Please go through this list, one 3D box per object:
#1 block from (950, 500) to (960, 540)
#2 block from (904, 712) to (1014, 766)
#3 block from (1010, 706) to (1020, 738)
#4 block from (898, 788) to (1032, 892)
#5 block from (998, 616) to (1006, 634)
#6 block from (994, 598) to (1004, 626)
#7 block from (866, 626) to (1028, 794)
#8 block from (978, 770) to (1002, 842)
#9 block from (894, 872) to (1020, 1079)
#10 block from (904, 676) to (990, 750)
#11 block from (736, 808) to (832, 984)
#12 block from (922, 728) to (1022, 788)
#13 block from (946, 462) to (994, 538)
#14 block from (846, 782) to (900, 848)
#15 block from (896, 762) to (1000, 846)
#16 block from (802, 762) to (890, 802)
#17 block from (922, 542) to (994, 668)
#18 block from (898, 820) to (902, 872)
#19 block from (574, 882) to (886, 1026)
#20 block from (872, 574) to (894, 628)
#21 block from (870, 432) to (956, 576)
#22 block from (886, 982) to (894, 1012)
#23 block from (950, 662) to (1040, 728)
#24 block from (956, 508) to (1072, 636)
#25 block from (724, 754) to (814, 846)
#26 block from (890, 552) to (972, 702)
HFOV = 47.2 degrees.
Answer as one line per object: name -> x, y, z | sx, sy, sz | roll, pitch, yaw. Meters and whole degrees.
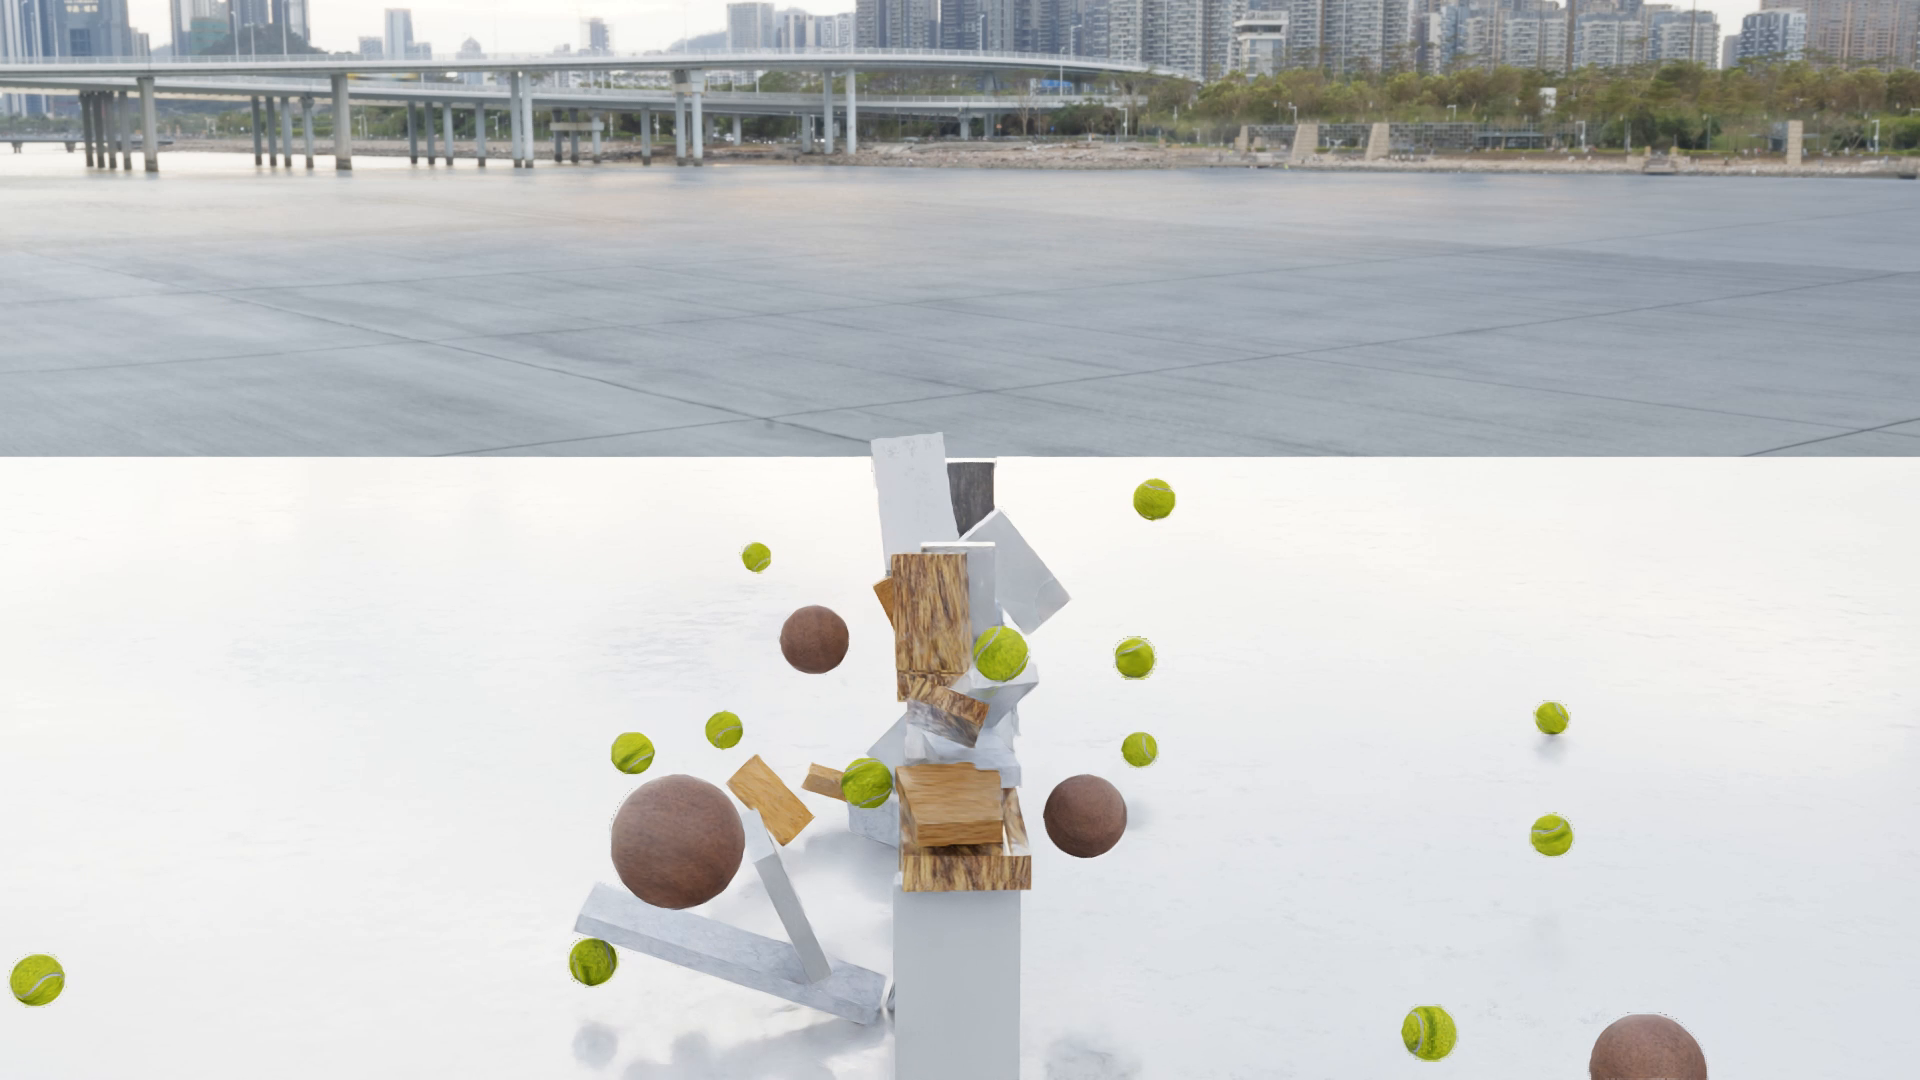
block -> -0.048, 0.109, 4.097 | 0.136, 0.039, 0.440 | -9, 54, -5
block -> -0.001, 0.307, 3.323 | 0.159, 0.045, 0.319 | 0, 11, 0
block -> 0.083, 0.267, 3.971 | 0.022, 0.077, 0.165 | -9, 52, -1
block -> 0.002, 0.385, 2.891 | 0.160, 0.045, 0.320 | 0, 11, -3
block -> 0.001, 0.313, 4.228 | 0.169, 0.337, 0.048 | 0, 14, 0
block -> 0.001, 0.104, 4.285 | 0.169, 0.048, 0.338 | 0, 12, 2
block -> -0.021, 0.299, 3.839 | 0.029, 0.326, 0.101 | 30, 18, -54
block -> 0.002, 0.347, 2.883 | 0.104, 0.029, 0.208 | 0, 12, 0
block -> -0.004, 0.585, 2.817 | 0.160, 0.320, 0.045 | 0, 11, 0
block -> -0.019, 0.237, 2.994 | 0.104, 0.029, 0.208 | 22, -14, 3
block -> -0.249, 0.504, 3.116 | 0.033, 0.235, 0.117 | -25, 30, -6
block -> 0.015, 0.308, 3.105 | 0.104, 0.029, 0.208 | -2, 10, -10
block -> -0.002, -0.026, 4.245 | 0.136, 0.273, 0.039 | 0, -32, 1
block -> -0.127, 0.495, 3.917 | 0.182, 0.091, 0.026 | 11, 22, 42
block -> -0.017, 0.334, 2.794 | 0.104, 0.029, 0.208 | -2, 14, -9
block -> -0.211, 0.458, 4.072 | 0.155, 0.022, 0.077 | 17, -31, -6
block -> -0.003, 0.138, 3.554 | 0.117, 0.267, 0.033 | 0, 10, 0
block -> -0.004, 0.546, 3.027 | 0.160, 0.320, 0.045 | 0, 11, 0
block -> -0.327, 0.595, 3.165 | 0.446, 0.029, 0.104 | 18, 17, 0
block -> -0.055, 0.142, 3.643 | 0.101, 0.202, 0.029 | -27, 7, -1
block -> -0.086, -0.066, 4.143 | 0.136, 0.273, 0.039 | -6, -24, -2
block -> -0.077, 0.623, 3.162 | 0.016, 0.112, 0.056 | 20, -10, -14
block -> 0.030, 0.233, 3.220 | 0.104, 0.029, 0.208 | -4, -21, -22
block -> 0.089, 0.054, 3.719 | 0.101, 0.202, 0.029 | -40, 15, -3
block -> -0.339, 0.464, 3.921 | 0.077, 0.155, 0.022 | -43, 1, -40
block -> -0.044, 0.138, 3.461 | 0.117, 0.235, 0.033 | 1, 7, 26
